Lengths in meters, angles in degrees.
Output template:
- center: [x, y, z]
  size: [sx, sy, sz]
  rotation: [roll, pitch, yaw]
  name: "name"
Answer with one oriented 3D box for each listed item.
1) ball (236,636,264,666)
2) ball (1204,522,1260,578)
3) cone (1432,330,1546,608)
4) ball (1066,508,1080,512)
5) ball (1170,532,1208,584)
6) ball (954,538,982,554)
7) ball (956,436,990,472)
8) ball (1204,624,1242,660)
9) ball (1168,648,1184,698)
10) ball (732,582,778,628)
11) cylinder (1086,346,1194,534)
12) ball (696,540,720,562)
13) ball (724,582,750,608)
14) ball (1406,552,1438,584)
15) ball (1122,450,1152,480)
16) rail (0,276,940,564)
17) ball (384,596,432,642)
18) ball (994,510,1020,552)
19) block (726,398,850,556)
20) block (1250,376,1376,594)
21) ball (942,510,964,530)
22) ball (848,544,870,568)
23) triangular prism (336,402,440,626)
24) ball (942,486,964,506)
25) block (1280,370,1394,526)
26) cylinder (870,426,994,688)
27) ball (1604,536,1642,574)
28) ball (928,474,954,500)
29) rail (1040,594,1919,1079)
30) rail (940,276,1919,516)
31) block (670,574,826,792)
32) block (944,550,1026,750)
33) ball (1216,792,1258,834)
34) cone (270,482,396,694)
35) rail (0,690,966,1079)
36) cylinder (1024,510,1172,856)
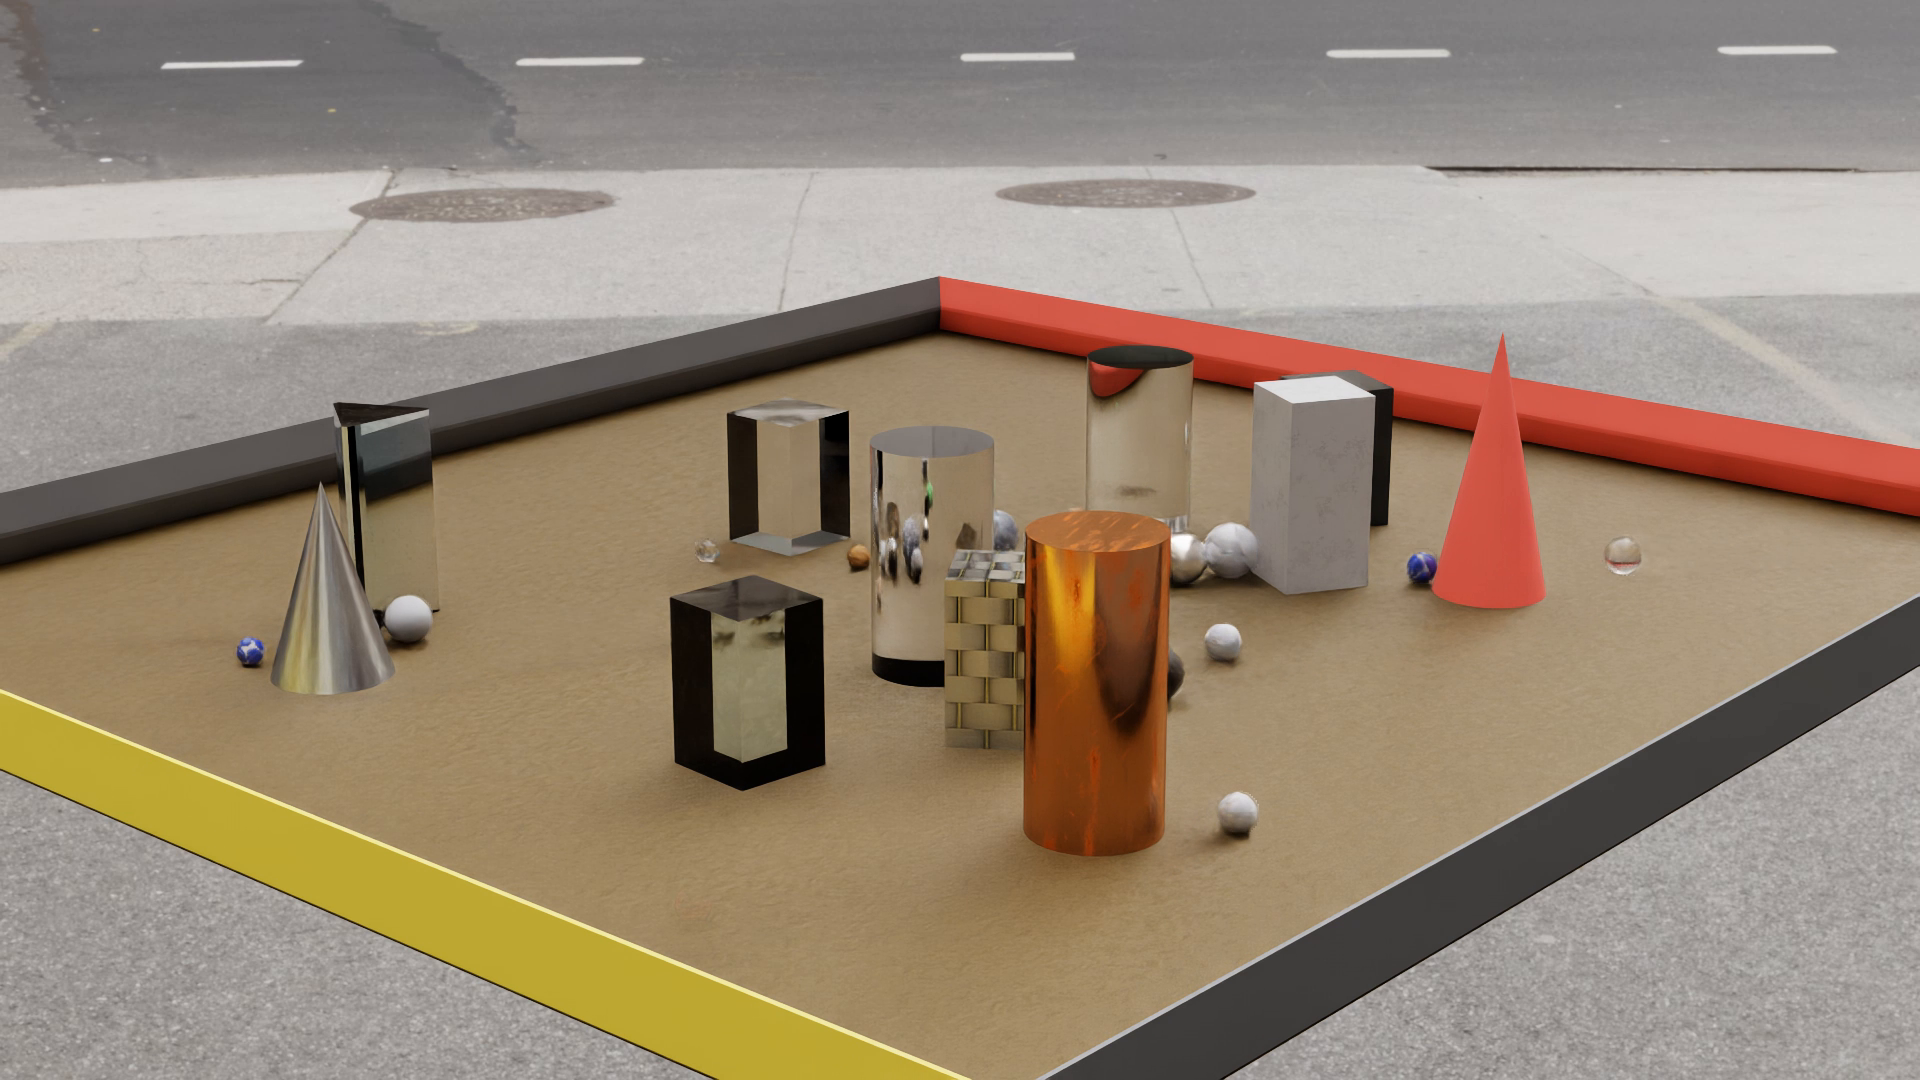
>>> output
- center: [-1.156, 0.181, 4.774]
  size: [0.046, 0.046, 0.046]
  rotation: [0, 17, 0]
  name: "ball"
- center: [0.482, 0.019, 5.220]
  size: [0.099, 0.099, 0.099]
  rotation: [0, 17, 0]
  name: "ball"
- center: [0.930, -0.134, 5.090]
  size: [0.198, 0.467, 0.198]
  rotation: [0, 17, 0]
  name: "cone"
- center: [0.213, -0.031, 5.455]
  size: [0.058, 0.058, 0.058]
  rotation: [0, 17, 0]
  name: "ball"
- center: [0.393, 0.032, 5.190]
  size: [0.092, 0.092, 0.092]
  rotation: [0, 17, 0]
  name: "ball"
- center: [0.015, 0.024, 5.283]
  size: [0.053, 0.053, 0.053]
  rotation: [0, 17, 0]
  name: "ball"
- center: [0.027, -0.174, 5.908]
  size: [0.071, 0.071, 0.071]
  rotation: [0, 17, 0]
  name: "ball"
- center: [0.431, 0.167, 4.795]
  size: [0.061, 0.061, 0.061]
  rotation: [0, 17, 0]
  name: "ball"
- center: [0.310, 0.209, 4.611]
  size: [0.086, 0.086, 0.086]
  rotation: [0, 17, 0]
  name: "ball"
- center: [-0.345, 0.109, 4.957]
  size: [0.078, 0.078, 0.078]
  rotation: [0, 17, 0]
  name: "ball"
- center: [0.337, -0.187, 5.514]
  size: [0.198, 0.323, 0.198]
  rotation: [0, 17, 0]
  name: "cylinder"
- center: [-0.457, 0.020, 5.313]
  size: [0.042, 0.042, 0.042]
  rotation: [0, 17, 0]
  name: "ball"
- center: [-0.384, 0.095, 5.061]
  size: [0.045, 0.045, 0.045]
  rotation: [0, 17, 0]
  name: "ball"
- center: [0.819, 0.050, 5.195]
  size: [0.054, 0.054, 0.054]
  rotation: [0, 17, 0]
  name: "ball"
- center: [0.352, -0.149, 5.841]
  size: [0.062, 0.062, 0.062]
  rotation: [0, 17, 0]
  name: "ball"
- center: [-1.062, -0.234, 6.003]
  size: [0.045, 0.129, 3.139]
  rotation: [14, 22, 39]
  name: "rail"
- center: [-0.919, 0.132, 4.882]
  size: [0.078, 0.078, 0.078]
  rotation: [0, 17, 0]
  name: "ball"
- center: [0.062, -0.010, 5.327]
  size: [0.092, 0.092, 0.092]
  rotation: [0, 17, 0]
  name: "ball"
- center: [-0.316, -0.119, 5.424]
  size: [0.159, 0.244, 0.159]
  rotation: [14, 22, 38]
  name: "block"
- center: [0.620, -0.098, 5.181]
  size: [0.159, 0.346, 0.159]
  rotation: [-6, 18, -18]
  name: "block"
- center: [-0.012, -0.038, 5.508]
  size: [0.041, 0.041, 0.041]
  rotation: [0, 17, 0]
  name: "ball"
- center: [-0.182, 0.030, 5.282]
  size: [0.042, 0.042, 0.042]
  rotation: [0, 17, 0]
  name: "ball"
- center: [-1.009, -0.048, 4.992]
  size: [0.149, 0.358, 0.172]
  rotation: [16, 23, 42]
  name: "triangular prism"
- center: [-0.013, -0.085, 5.665]
  size: [0.041, 0.041, 0.041]
  rotation: [0, 17, 0]
  name: "ball"
- center: [0.709, -0.170, 5.557]
  size: [0.159, 0.266, 0.159]
  rotation: [-6, 18, -19]
  name: "block"
- center: [-0.045, 0.025, 4.714]
  size: [0.198, 0.379, 0.198]
  rotation: [0, 17, 0]
  name: "cylinder"
- center: [1.186, 0.028, 5.245]
  size: [0.067, 0.067, 0.067]
  rotation: [0, 17, 0]
  name: "ball"
- center: [-0.038, -0.104, 5.712]
  size: [0.050, 0.050, 0.050]
  rotation: [0, 17, 0]
  name: "ball"
- center: [1.062, 0.298, 4.237]
  size: [0.045, 0.129, 3.139]
  rotation: [14, 22, 39]
  name: "rail"
- center: [1.014, -0.304, 6.237]
  size: [2.860, 0.129, 0.045]
  rotation: [14, 22, 39]
  name: "rail"
- center: [-0.312, 0.208, 4.315]
  size: [0.159, 0.259, 0.159]
  rotation: [-15, 22, -41]
  name: "block"
- center: [0.065, 0.166, 4.446]
  size: [0.159, 0.264, 0.159]
  rotation: [2, 17, 6]
  name: "block"
- center: [0.387, 0.381, 4.092]
  size: [0.056, 0.056, 0.056]
  rotation: [0, 17, 0]
  name: "ball"
- center: [-1.013, 0.061, 4.689]
  size: [0.198, 0.325, 0.198]
  rotation: [0, 17, 0]
  name: "cone"
- center: [-1.014, 0.369, 4.002]
  size: [2.860, 0.129, 0.045]
  rotation: [14, 22, 39]
  name: "rail"
- center: [0.188, 0.196, 4.047]
  size: [0.198, 0.436, 0.198]
  rotation: [0, 17, 0]
  name: "cylinder"
